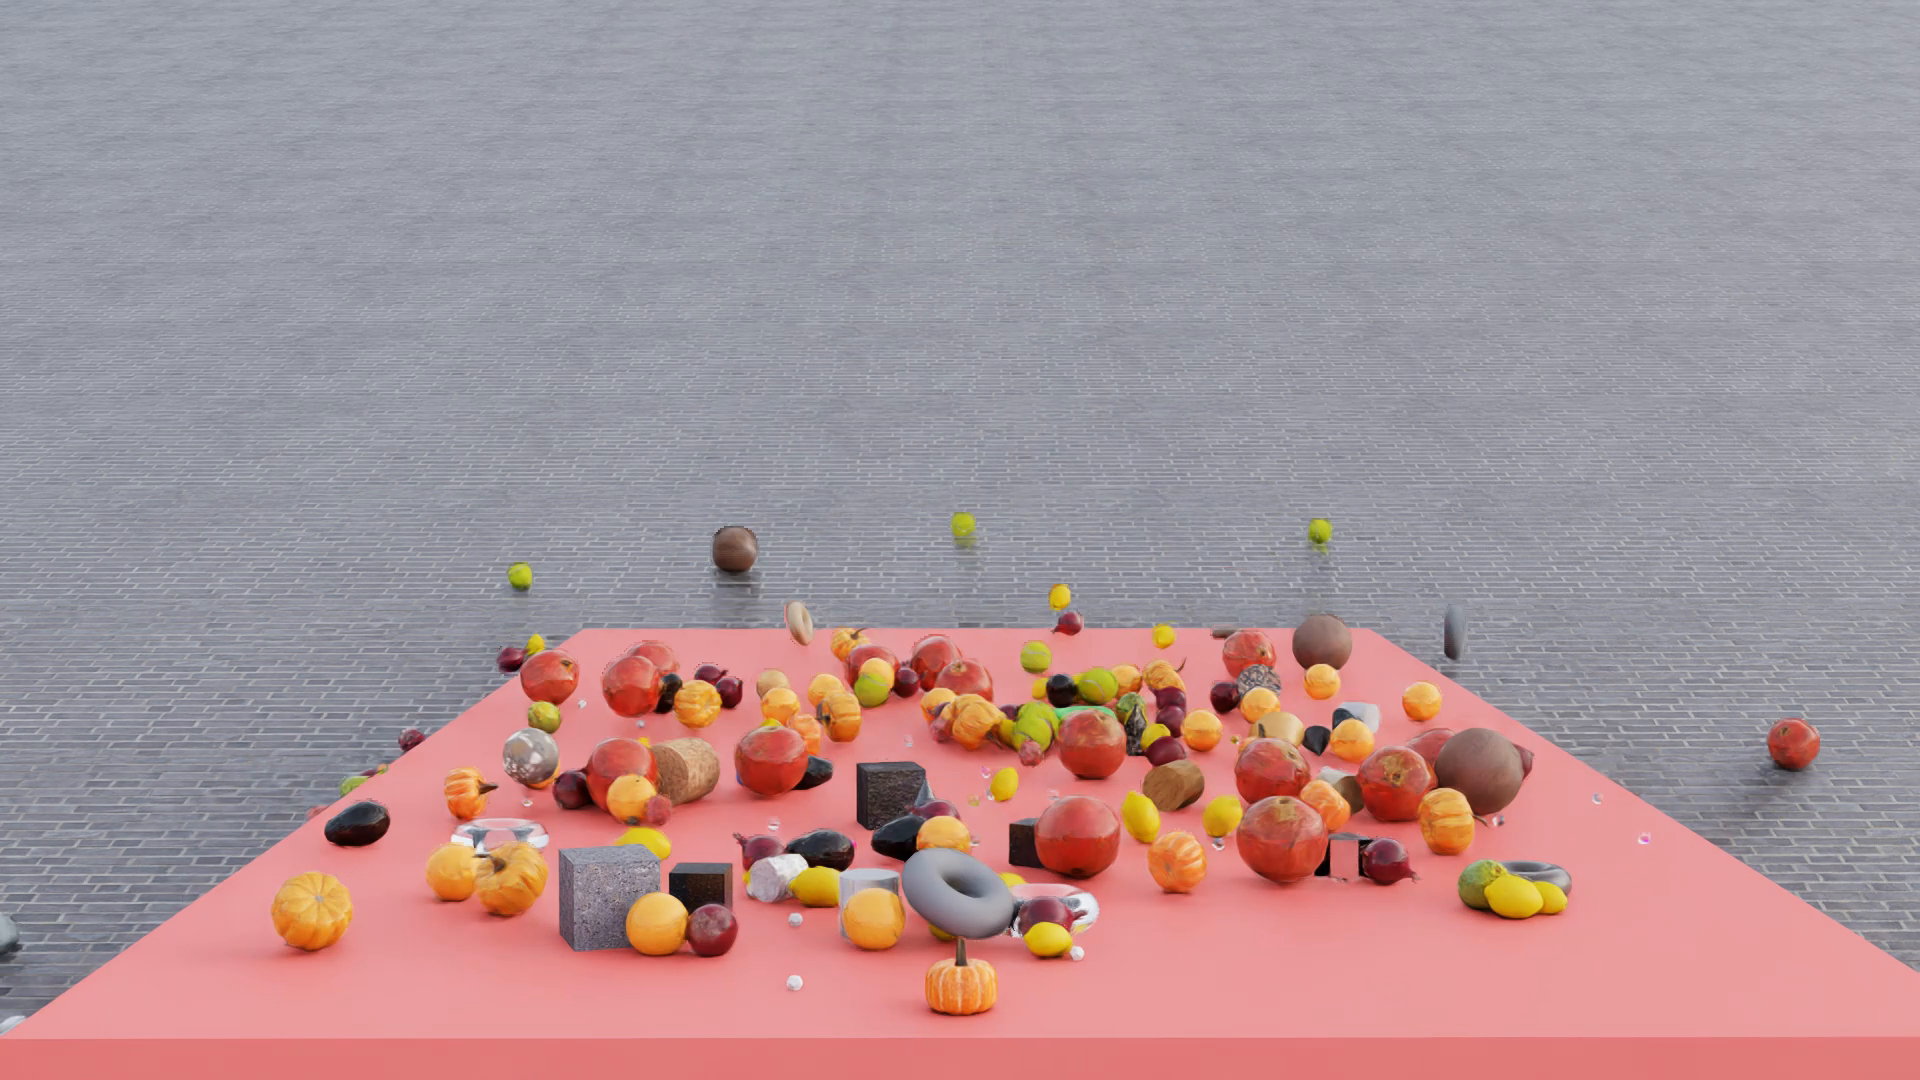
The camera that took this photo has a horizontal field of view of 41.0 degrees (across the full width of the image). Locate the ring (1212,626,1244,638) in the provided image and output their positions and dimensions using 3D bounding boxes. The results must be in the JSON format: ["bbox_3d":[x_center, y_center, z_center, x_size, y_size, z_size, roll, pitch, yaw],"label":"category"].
[{"bbox_3d":[0.660,0.227,6.308,0.080,0.027,0.080,-1,4,0],"label":"ring"}]

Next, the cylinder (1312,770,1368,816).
[{"bbox_3d":[0.567,0.376,3.829,0.060,0.060,0.060,-8,6,-21],"label":"cylinder"}]

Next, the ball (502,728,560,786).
[{"bbox_3d":[-0.652,0.329,3.894,0.086,0.086,0.086,0,19,0],"label":"ball"}]

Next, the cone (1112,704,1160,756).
[{"bbox_3d":[0.304,0.323,4.433,0.086,0.086,0.086,0,4,0],"label":"cone"}]

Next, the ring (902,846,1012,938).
[{"bbox_3d":[-0.002,0.406,2.955,0.139,0.046,0.139,23,22,-10],"label":"ring"}]

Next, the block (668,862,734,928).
[{"bbox_3d":[-0.309,0.424,3.065,0.066,0.066,0.066,0,4,3],"label":"block"}]

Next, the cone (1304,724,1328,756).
[{"bbox_3d":[0.615,0.355,4.408,0.054,0.054,0.054,-4,46,-11],"label":"cone"}]

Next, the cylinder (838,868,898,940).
[{"bbox_3d":[-0.107,0.426,3.004,0.070,0.070,0.070,0,4,0],"label":"cylinder"}]

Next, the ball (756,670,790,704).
[{"bbox_3d":[-0.365,0.286,5.011,0.066,0.066,0.066,0,19,0],"label":"ball"}]

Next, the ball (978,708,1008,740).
[{"bbox_3d":[0.059,0.329,4.575,0.055,0.055,0.055,0,19,0],"label":"ball"}]

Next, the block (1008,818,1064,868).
[{"bbox_3d":[0.103,0.405,3.432,0.056,0.056,0.056,2,4,29],"label":"block"}]

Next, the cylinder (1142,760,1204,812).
[{"bbox_3d":[0.321,0.369,3.856,0.070,0.070,0.070,11,9,28],"label":"cylinder"}]

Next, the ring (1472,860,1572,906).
[{"bbox_3d":[0.702,0.428,3.204,0.122,0.041,0.122,-1,3,0],"label":"ring"}]

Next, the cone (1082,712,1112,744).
[{"bbox_3d":[0.243,0.330,4.558,0.054,0.054,0.054,0,4,0],"label":"cone"}]

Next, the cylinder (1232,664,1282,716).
[{"bbox_3d":[0.562,0.284,4.868,0.084,0.084,0.084,-1,-13,-2],"label":"cylinder"}]

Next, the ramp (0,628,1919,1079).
[{"bbox_3d":[0.045,0.409,4.537,2.000,0.100,4.000,0,4,0],"label":"ramp"}]

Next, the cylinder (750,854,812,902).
[{"bbox_3d":[-0.224,0.421,3.200,0.054,0.054,0.054,17,14,40],"label":"cylinder"}]

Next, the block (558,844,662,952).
[{"bbox_3d":[-0.407,0.413,2.975,0.100,0.100,0.100,-1,4,-19],"label":"block"}]

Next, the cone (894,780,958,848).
[{"bbox_3d":[-0.048,0.378,3.589,0.089,0.089,0.089,0,4,0],"label":"cone"}]

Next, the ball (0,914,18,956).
[{"bbox_3d":[-1.914,0.786,5.100,0.082,0.082,0.082,0,19,0],"label":"ball"}]

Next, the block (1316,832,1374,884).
[{"bbox_3d":[0.500,0.412,3.332,0.053,0.053,0.053,-3,5,-34],"label":"block"}]

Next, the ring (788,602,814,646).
[{"bbox_3d":[-0.376,0.197,6.044,0.036,0.107,0.107,-17,16,12],"label":"ring"}]

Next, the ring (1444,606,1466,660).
[{"bbox_3d":[1.263,0.236,6.544,0.047,0.141,0.141,4,20,17],"label":"ring"}]

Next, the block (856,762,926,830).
[{"bbox_3d":[-0.101,0.371,3.725,0.085,0.085,0.085,-1,4,-13],"label":"block"}]

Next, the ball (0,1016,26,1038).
[{"bbox_3d":[-1.746,0.915,4.751,0.068,0.068,0.068,0,19,0],"label":"ball"}]

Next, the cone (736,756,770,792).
[{"bbox_3d":[-0.313,0.380,4.031,0.060,0.060,0.060,-11,35,-28],"label":"cone"}]

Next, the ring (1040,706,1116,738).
[{"bbox_3d":[0.213,0.329,4.637,0.140,0.047,0.140,-4,2,0],"label":"ring"}]

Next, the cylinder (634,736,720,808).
[{"bbox_3d":[-0.430,0.354,3.910,0.095,0.095,0.095,9,7,23],"label":"cylinder"}]

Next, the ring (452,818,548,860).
[{"bbox_3d":[-0.626,0.408,3.494,0.132,0.044,0.132,1,3,0],"label":"ring"}]

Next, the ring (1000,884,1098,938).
[{"bbox_3d":[0.095,0.437,3.029,0.137,0.046,0.137,-1,4,0],"label":"ring"}]
